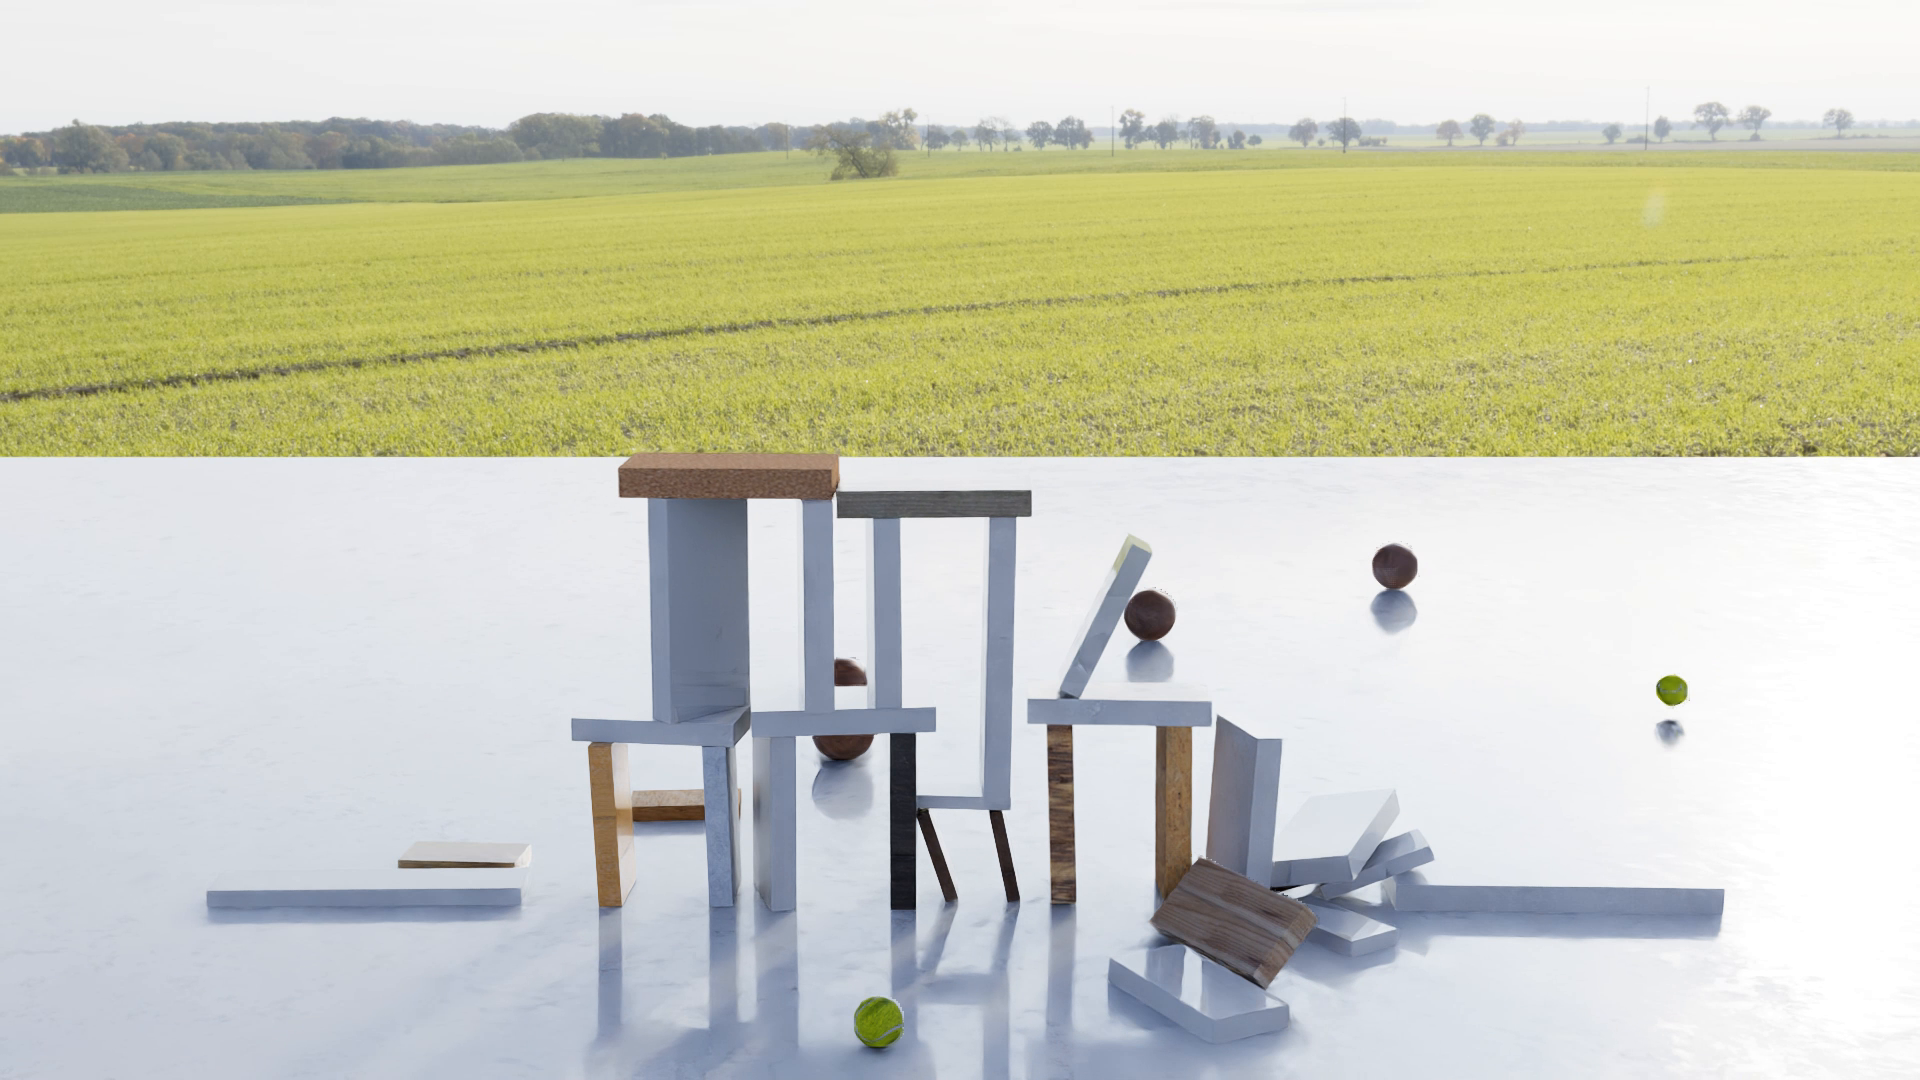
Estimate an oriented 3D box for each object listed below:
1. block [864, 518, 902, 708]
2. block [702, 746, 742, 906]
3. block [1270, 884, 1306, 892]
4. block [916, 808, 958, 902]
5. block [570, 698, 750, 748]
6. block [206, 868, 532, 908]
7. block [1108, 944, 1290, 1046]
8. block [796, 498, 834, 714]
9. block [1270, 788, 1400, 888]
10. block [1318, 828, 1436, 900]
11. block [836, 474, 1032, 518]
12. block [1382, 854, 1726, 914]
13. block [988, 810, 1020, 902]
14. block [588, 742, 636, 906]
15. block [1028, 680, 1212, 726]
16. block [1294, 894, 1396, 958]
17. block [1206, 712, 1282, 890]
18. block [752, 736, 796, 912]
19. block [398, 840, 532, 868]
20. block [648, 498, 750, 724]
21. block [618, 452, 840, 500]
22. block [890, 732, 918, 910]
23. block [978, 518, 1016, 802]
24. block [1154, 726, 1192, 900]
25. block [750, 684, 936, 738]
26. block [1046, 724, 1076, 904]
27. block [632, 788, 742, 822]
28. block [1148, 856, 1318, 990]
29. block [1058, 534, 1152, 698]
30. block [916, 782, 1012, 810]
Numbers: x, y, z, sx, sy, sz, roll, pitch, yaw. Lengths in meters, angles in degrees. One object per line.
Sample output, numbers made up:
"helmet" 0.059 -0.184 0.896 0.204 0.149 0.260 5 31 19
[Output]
"block" -0.125 0.104 3.579 0.044 0.309 0.154 -2 11 -7
"block" -0.394 0.456 3.648 0.038 0.271 0.135 -1 11 1
"block" 0.554 0.551 3.668 0.192 0.027 0.096 -15 9 -2
"block" -0.037 0.515 3.652 0.022 0.155 0.077 -18 10 3
"block" -0.491 0.300 3.633 0.271 0.038 0.135 2 11 8
"block" -0.979 0.578 3.657 0.513 0.029 0.102 0 11 -1
"block" 0.344 0.658 3.200 0.132 0.037 0.264 -4 12 -29
"block" -0.234 0.094 3.556 0.048 0.338 0.169 -1 11 -7
"block" 0.620 0.496 3.677 0.155 0.044 0.311 -10 10 27
"block" 0.688 0.541 3.669 0.192 0.027 0.096 -21 9 3
"block" -0.041 -0.071 3.553 0.309 0.044 0.154 0 11 0
"block" 0.978 0.571 3.653 0.529 0.044 0.155 0 11 2
"block" 0.075 0.514 3.653 0.022 0.155 0.077 -11 10 3
"block" -0.576 0.456 3.648 0.038 0.271 0.135 -2 10 2
"block" 0.261 0.269 3.625 0.298 0.042 0.149 1 8 3
"block" 0.587 0.611 3.484 0.096 0.027 0.192 -7 13 -34
"block" 0.456 0.451 3.560 0.044 0.311 0.155 0 11 -18
"block" -0.307 0.446 3.631 0.042 0.297 0.148 -2 11 -17
"block" -0.854 0.552 3.796 0.203 0.029 0.102 1 11 4
"block" -0.424 0.102 3.589 0.048 0.368 0.169 10 15 43
"block" -0.371 -0.105 3.563 0.338 0.048 0.169 0 11 1
"block" -0.092 0.444 3.639 0.042 0.297 0.148 0 11 0
"block" 0.061 0.181 3.606 0.044 0.471 0.154 1 11 -2
"block" 0.354 0.438 3.652 0.042 0.298 0.149 -1 8 -2
"block" -0.194 0.279 3.602 0.297 0.042 0.149 -1 11 -6
"block" 0.168 0.437 3.653 0.042 0.298 0.149 -1 7 2
"block" -0.511 0.494 4.105 0.203 0.029 0.102 -1 11 -4
"block" 0.416 0.585 3.375 0.132 0.037 0.264 -50 29 -14
"block" 0.236 0.123 3.603 0.037 0.264 0.132 26 7 -2
"block" 0.008 0.424 3.643 0.155 0.022 0.077 1 11 2
